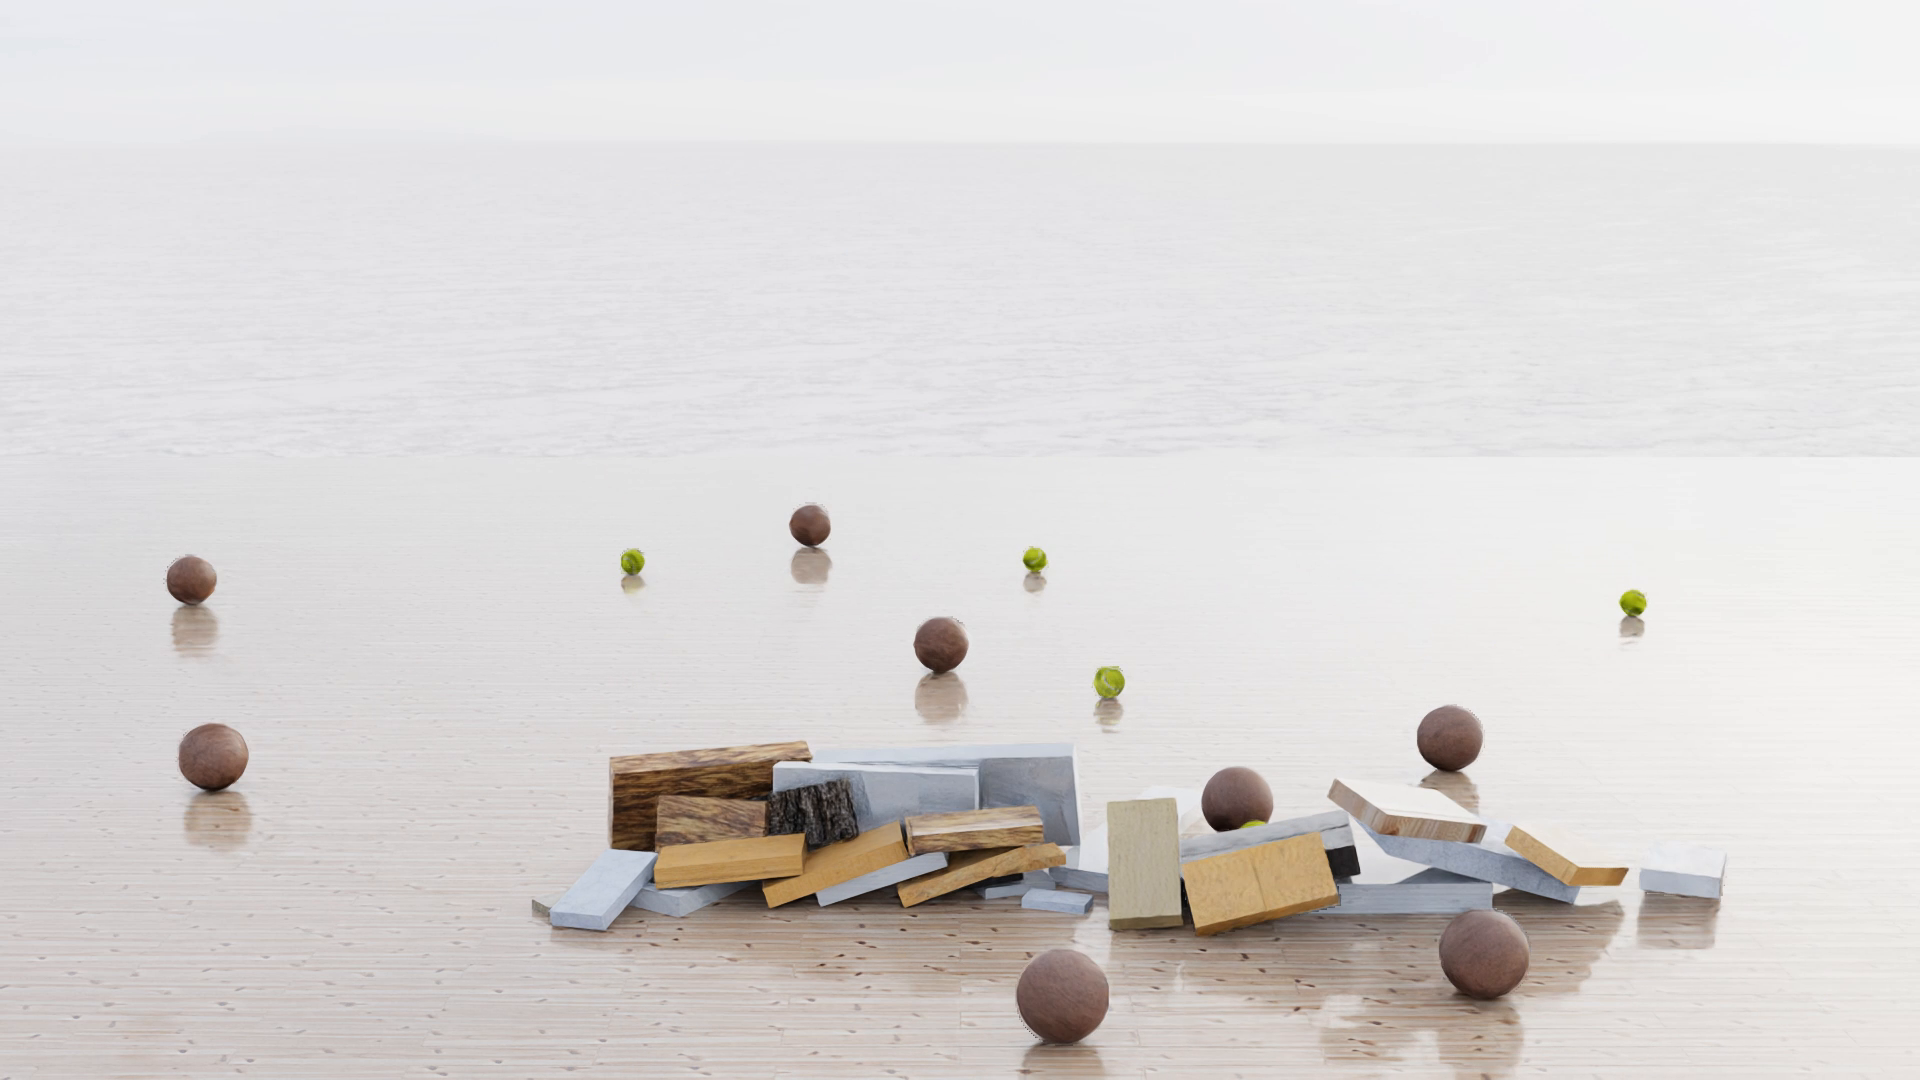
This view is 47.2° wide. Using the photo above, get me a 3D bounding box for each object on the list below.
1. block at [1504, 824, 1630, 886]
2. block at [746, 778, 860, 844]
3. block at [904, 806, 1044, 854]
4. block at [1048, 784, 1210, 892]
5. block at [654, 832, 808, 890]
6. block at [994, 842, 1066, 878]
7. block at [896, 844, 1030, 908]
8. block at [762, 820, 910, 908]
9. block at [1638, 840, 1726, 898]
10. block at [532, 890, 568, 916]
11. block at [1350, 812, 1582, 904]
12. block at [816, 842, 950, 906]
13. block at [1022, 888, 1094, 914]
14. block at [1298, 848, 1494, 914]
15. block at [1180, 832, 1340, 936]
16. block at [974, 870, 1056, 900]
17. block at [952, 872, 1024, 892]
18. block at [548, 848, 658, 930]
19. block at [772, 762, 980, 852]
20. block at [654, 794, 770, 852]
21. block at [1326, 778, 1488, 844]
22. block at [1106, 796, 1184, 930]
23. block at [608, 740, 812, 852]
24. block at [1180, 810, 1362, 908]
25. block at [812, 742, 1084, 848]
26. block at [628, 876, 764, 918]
[{"bbox_3d":[0.996,0.517,3.604,0.124,0.035,0.248,34,12,34],"label":"block"},{"bbox_3d":[-0.268,0.470,3.732,0.193,0.096,0.027,-14,-8,26],"label":"block"},{"bbox_3d":[0.022,0.477,3.622,0.221,0.031,0.110,-4,10,-3],"label":"block"},{"bbox_3d":[0.310,0.527,3.921,0.114,0.032,0.514,5,12,25],"label":"block"},{"bbox_3d":[-0.377,0.530,3.638,0.241,0.034,0.121,-6,9,1],"label":"block"},{"bbox_3d":[0.108,0.535,3.678,0.126,0.018,0.063,-8,13,-13],"label":"block"},{"bbox_3d":[0.002,0.537,3.649,0.220,0.031,0.110,-20,15,-1],"label":"block"},{"bbox_3d":[-0.206,0.536,3.643,0.241,0.034,0.121,-19,9,-2],"label":"block"},{"bbox_3d":[1.217,0.553,3.698,0.124,0.035,0.248,4,5,21],"label":"block"},{"bbox_3d":[-0.641,0.592,3.615,0.111,0.016,0.055,-9,14,-39],"label":"block"},{"bbox_3d":[0.835,0.501,3.643,0.358,0.051,0.179,16,13,-18],"label":"block"},{"bbox_3d":[-0.128,0.543,3.649,0.221,0.031,0.110,-18,9,5],"label":"block"},{"bbox_3d":[0.160,0.593,3.611,0.107,0.015,0.054,4,11,18],"label":"block"},{"bbox_3d":[0.686,0.566,3.659,0.358,0.051,0.179,0,11,0],"label":"block"},{"bbox_3d":[0.474,0.545,3.486,0.228,0.032,0.114,-14,53,4],"label":"block"},{"bbox_3d":[0.090,0.577,3.691,0.126,0.018,0.063,-4,11,-21],"label":"block"},{"bbox_3d":[0.037,0.560,3.678,0.126,0.018,0.063,-8,13,-12],"label":"block"},{"bbox_3d":[-0.577,0.568,3.581,0.096,0.027,0.193,1,24,22],"label":"block"},{"bbox_3d":[-0.145,0.478,3.780,0.350,0.175,0.050,1,5,8],"label":"block"},{"bbox_3d":[-0.422,0.489,3.751,0.193,0.096,0.027,2,-5,14],"label":"block"},{"bbox_3d":[0.721,0.436,3.539,0.248,0.035,0.124,11,16,-37],"label":"block"},{"bbox_3d":[0.298,0.522,3.557,0.114,0.032,0.228,-5,47,8],"label":"block"},{"bbox_3d":[-0.444,0.456,3.894,0.350,0.175,0.050,-3,31,-17],"label":"block"},{"bbox_3d":[0.471,0.529,3.624,0.358,0.051,0.179,-12,10,8],"label":"block"},{"bbox_3d":[-0.022,0.450,3.837,0.458,0.175,0.050,-3,21,9],"label":"block"},{"bbox_3d":[-0.439,0.569,3.686,0.121,0.034,0.241,7,12,32],"label":"block"}]
